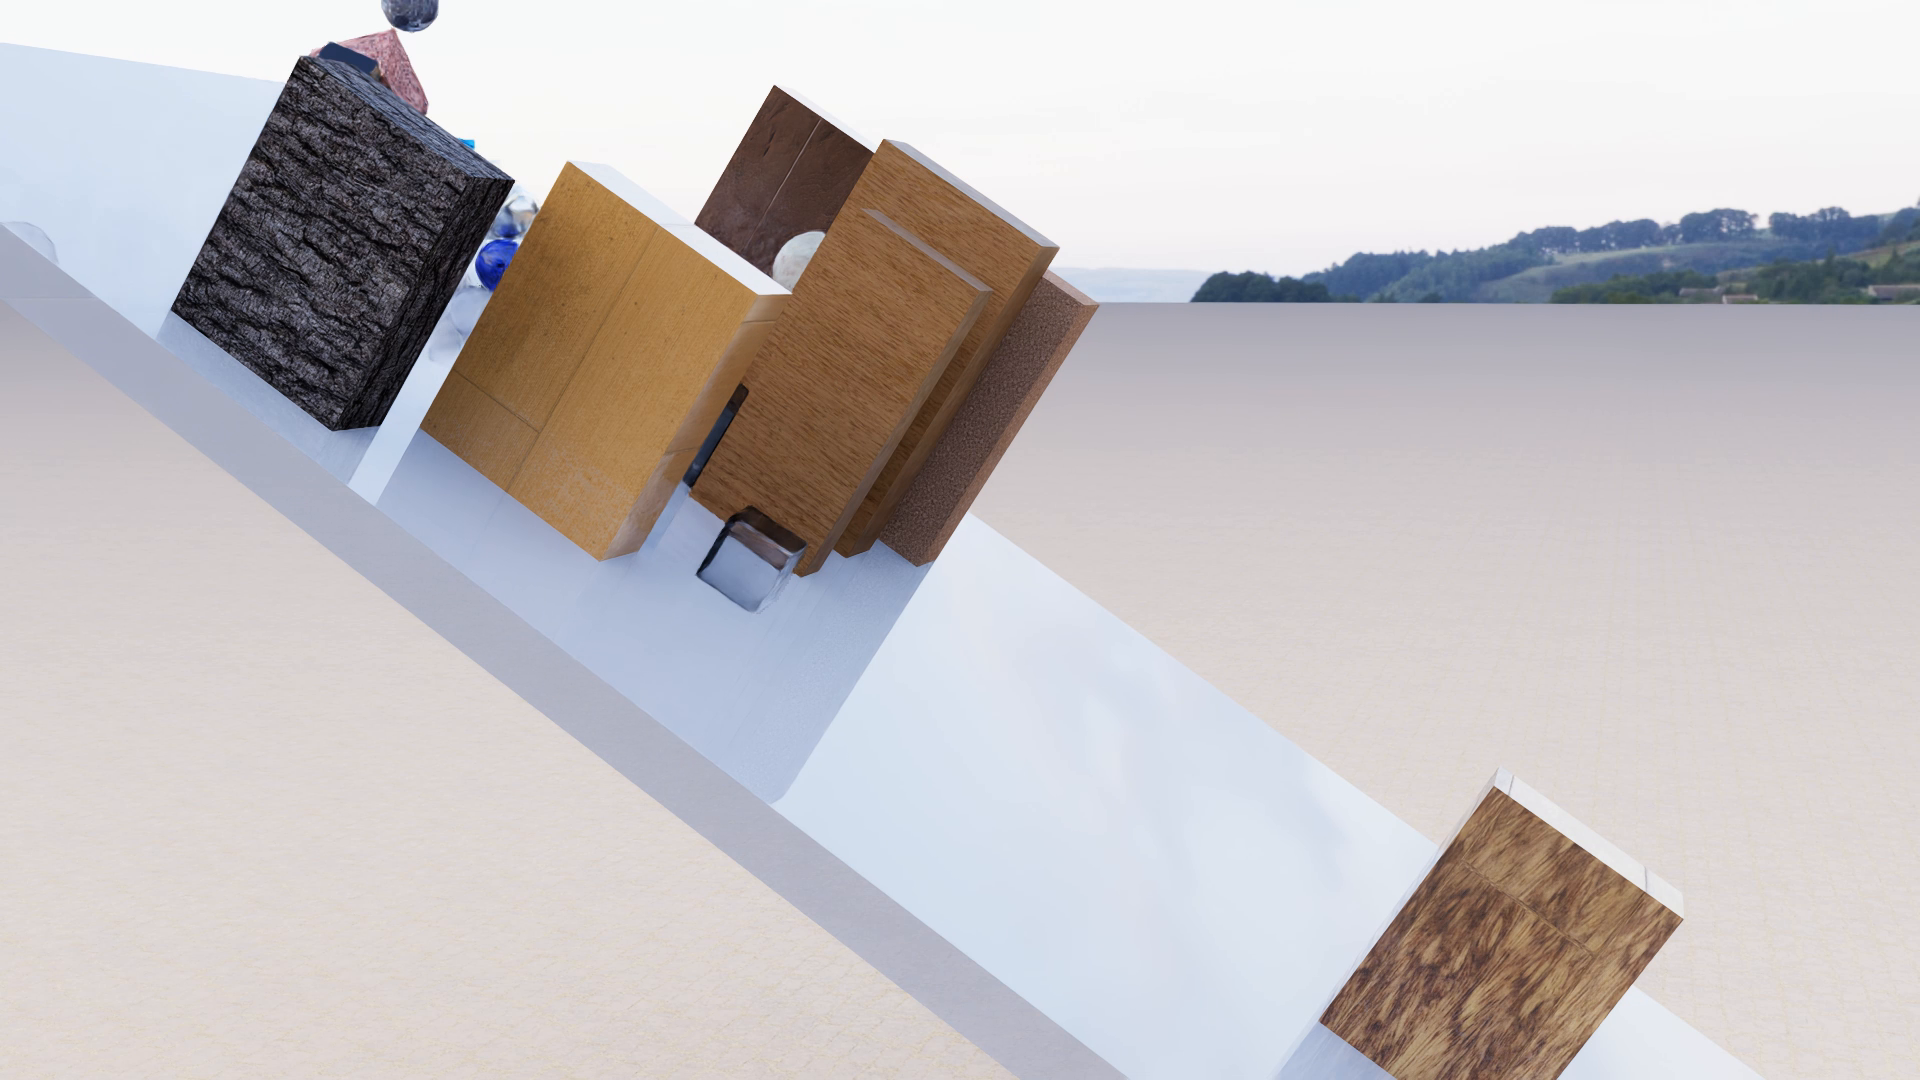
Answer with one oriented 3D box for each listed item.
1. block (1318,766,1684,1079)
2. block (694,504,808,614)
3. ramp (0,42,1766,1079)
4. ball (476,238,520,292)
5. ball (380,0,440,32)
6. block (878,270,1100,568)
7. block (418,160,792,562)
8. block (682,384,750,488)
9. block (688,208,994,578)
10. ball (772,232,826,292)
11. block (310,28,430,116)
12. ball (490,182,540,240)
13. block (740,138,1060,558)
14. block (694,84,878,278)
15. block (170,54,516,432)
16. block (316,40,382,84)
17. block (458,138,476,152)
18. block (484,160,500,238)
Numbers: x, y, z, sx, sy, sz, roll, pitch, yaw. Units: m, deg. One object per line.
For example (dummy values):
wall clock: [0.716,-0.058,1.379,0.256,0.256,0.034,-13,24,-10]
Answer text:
block: [0.867,0.671,3.537,0.346,0.487,0.149,36,15,10]
block: [-0.356,0.033,3.772,0.122,0.122,0.122,34,15,4]
ramp: [-0.127,0.213,4.099,4.000,0.100,2.000,36,15,10]
ball: [-0.930,-0.557,4.480,0.113,0.113,0.113,0,7,0]
ball: [-1.041,-1.017,4.167,0.108,0.108,0.108,0,7,0]
block: [-0.073,-0.332,4.496,0.426,0.635,0.129,36,15,10]
block: [-0.580,-0.292,3.584,0.386,0.513,0.147,36,15,10]
block: [-0.471,-0.206,4.206,0.166,0.166,0.166,41,17,29]
block: [-0.221,-0.266,4.012,0.266,0.624,0.093,36,15,10]
ball: [-0.295,-0.543,4.513,0.179,0.179,0.179,0,7,0]
block: [-1.247,-0.925,4.613,0.186,0.186,0.186,-13,43,6]
ball: [-0.917,-0.672,4.494,0.119,0.119,0.119,0,7,0]
block: [-0.163,-0.369,4.275,0.372,0.716,0.140,36,15,10]
block: [-0.428,-0.702,5.034,0.312,0.585,0.118,36,15,10]
block: [-0.965,-0.460,3.434,0.340,0.461,0.140,36,15,10]
block: [-1.229,-0.898,4.373,0.110,0.110,0.110,24,-31,3]
block: [-0.952,-0.640,3.965,0.144,0.144,0.144,1,-2,-16]
block: [-1.033,-0.717,4.628,0.130,0.130,0.130,-2,28,-8]
